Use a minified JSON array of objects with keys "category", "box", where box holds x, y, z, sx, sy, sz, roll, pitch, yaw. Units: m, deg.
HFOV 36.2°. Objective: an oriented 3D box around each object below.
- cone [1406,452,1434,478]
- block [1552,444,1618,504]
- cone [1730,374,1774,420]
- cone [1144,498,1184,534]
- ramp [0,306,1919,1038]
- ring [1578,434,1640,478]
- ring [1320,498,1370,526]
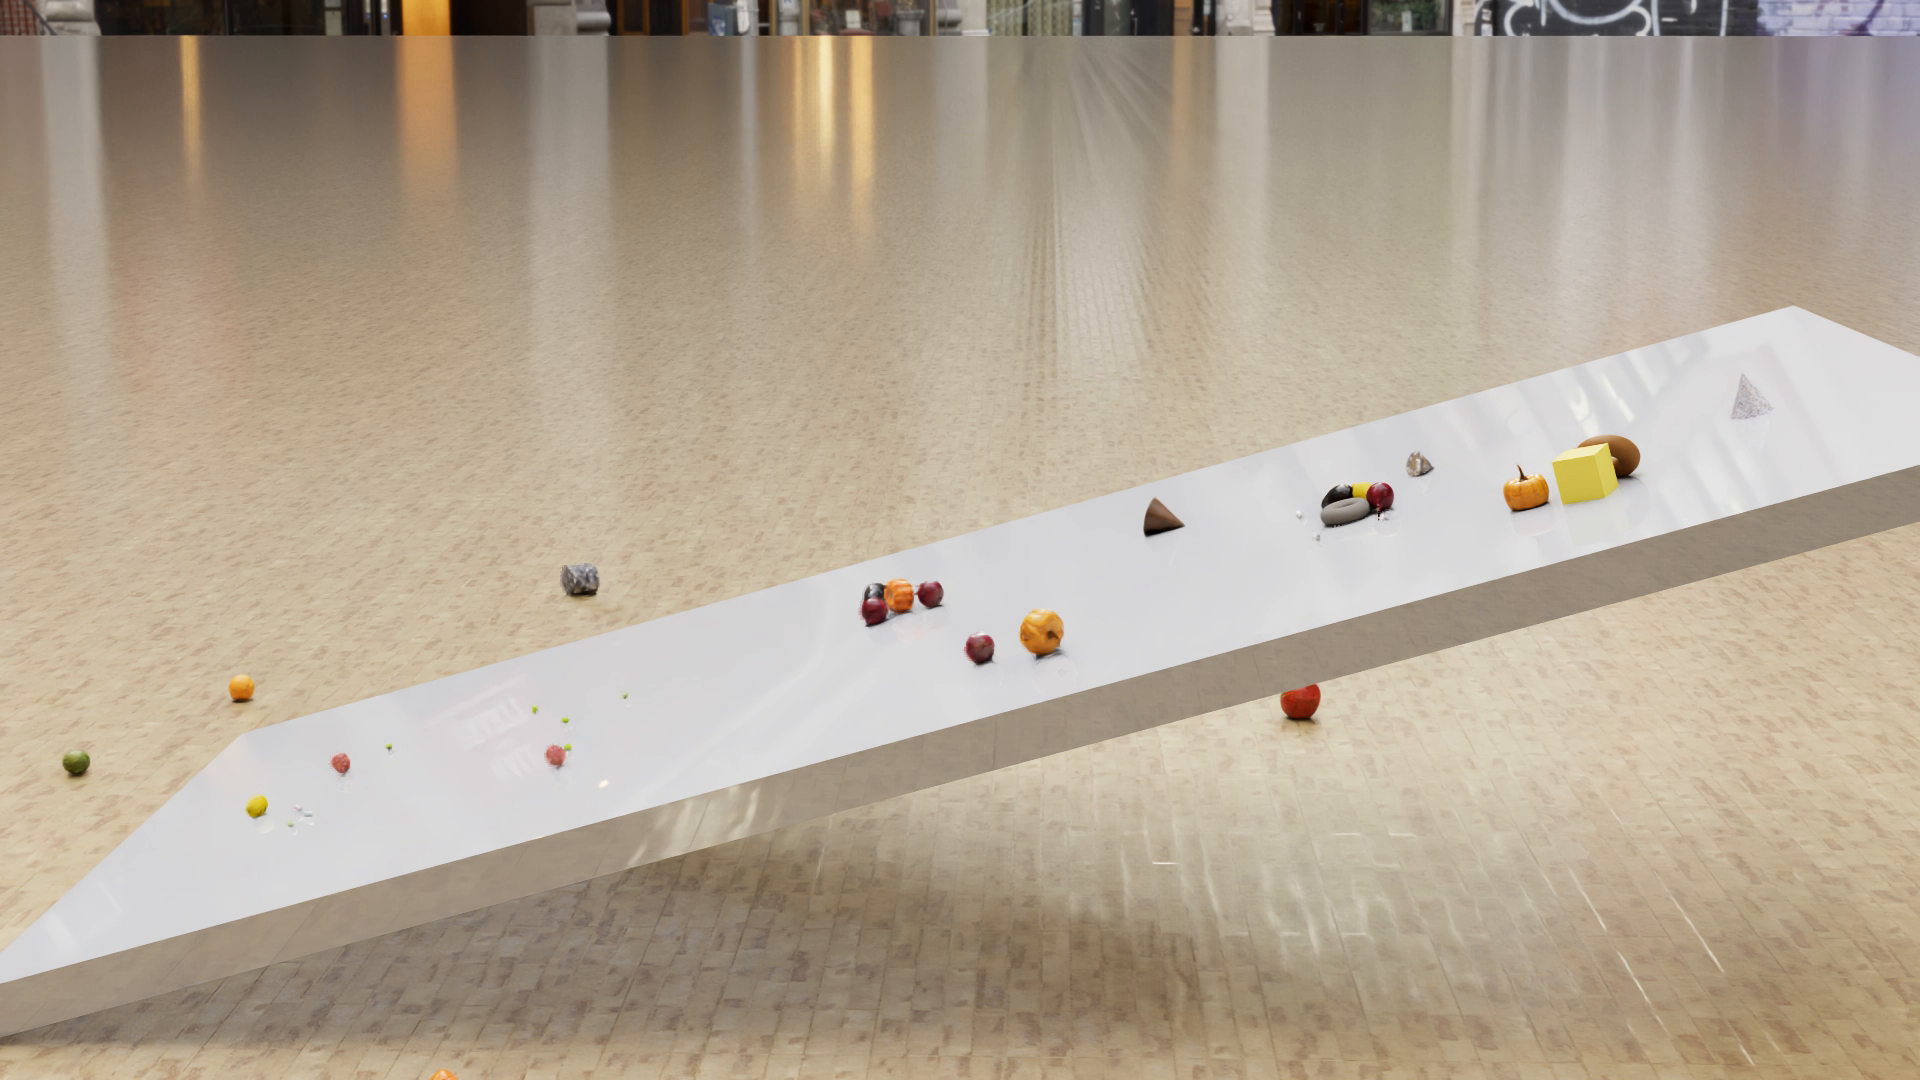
[{"category":"cone","box":[1.013,-0.161,6.406,0.057,0.057,0.057,9,4,-31]},{"category":"block","box":[1.213,-0.128,5.704,0.087,0.087,0.087,-10,11,32]},{"category":"cone","box":[1.613,-0.302,6.029,0.088,0.088,0.088,-16,10,3]},{"category":"cone","box":[0.467,-0.042,6.594,0.086,0.086,0.086,16,15,18]},{"category":"ramp","box":[0.086,0.188,6.324,4.000,0.100,2.000,-15,10,4]},{"category":"ring","box":[1.270,-0.162,5.771,0.128,0.043,0.128,5,-31,3]},{"category":"ring","box":[0.805,-0.059,6.142,0.107,0.036,0.107,-15,11,3]}]
